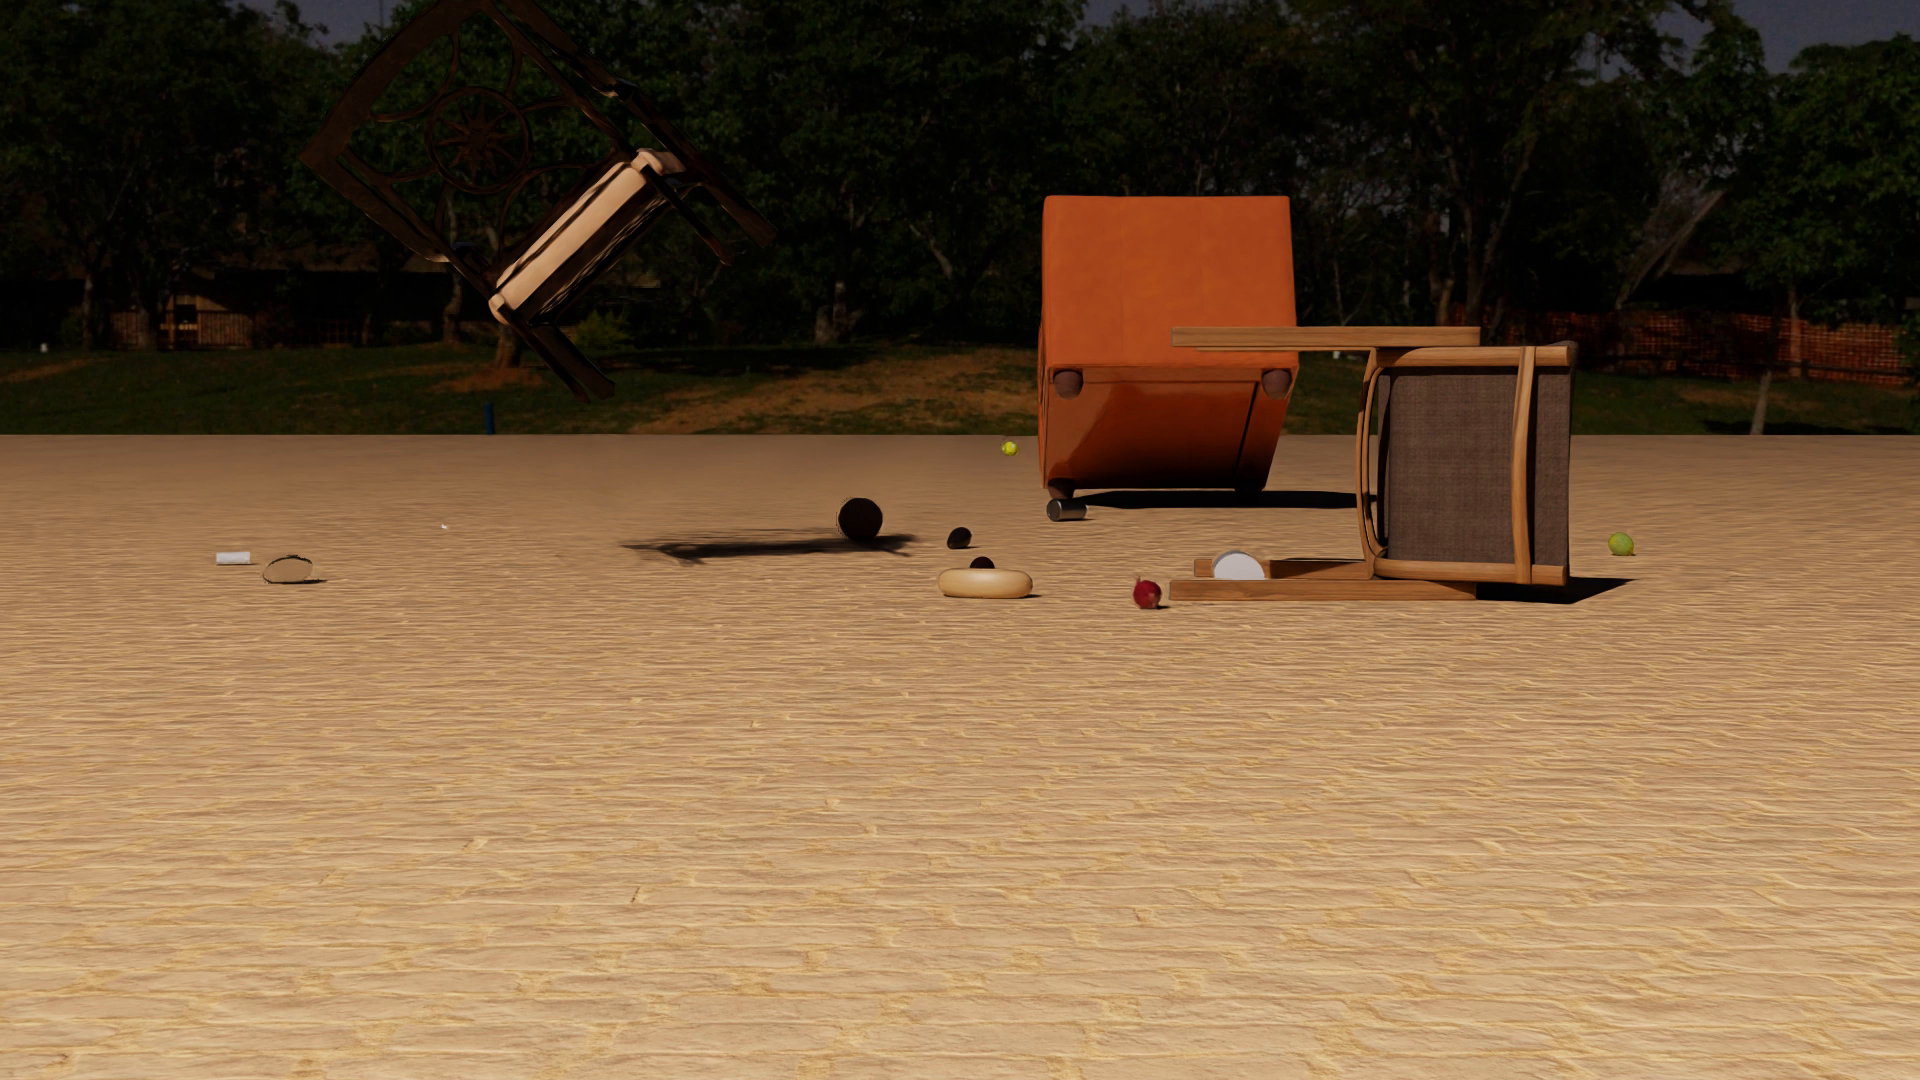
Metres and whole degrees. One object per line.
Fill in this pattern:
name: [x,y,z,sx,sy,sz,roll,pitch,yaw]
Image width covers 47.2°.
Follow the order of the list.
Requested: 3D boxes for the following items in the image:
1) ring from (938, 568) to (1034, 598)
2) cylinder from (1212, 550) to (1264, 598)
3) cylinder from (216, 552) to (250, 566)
ring: [0.054,0.094,4.749,0.213,0.061,0.101,2,2,16]
cylinder: [0.606,0.073,4.790,0.107,0.093,0.098,16,5,3]
cylinder: [-1.855,0.048,5.610,0.081,0.032,0.045,-2,22,-22]
